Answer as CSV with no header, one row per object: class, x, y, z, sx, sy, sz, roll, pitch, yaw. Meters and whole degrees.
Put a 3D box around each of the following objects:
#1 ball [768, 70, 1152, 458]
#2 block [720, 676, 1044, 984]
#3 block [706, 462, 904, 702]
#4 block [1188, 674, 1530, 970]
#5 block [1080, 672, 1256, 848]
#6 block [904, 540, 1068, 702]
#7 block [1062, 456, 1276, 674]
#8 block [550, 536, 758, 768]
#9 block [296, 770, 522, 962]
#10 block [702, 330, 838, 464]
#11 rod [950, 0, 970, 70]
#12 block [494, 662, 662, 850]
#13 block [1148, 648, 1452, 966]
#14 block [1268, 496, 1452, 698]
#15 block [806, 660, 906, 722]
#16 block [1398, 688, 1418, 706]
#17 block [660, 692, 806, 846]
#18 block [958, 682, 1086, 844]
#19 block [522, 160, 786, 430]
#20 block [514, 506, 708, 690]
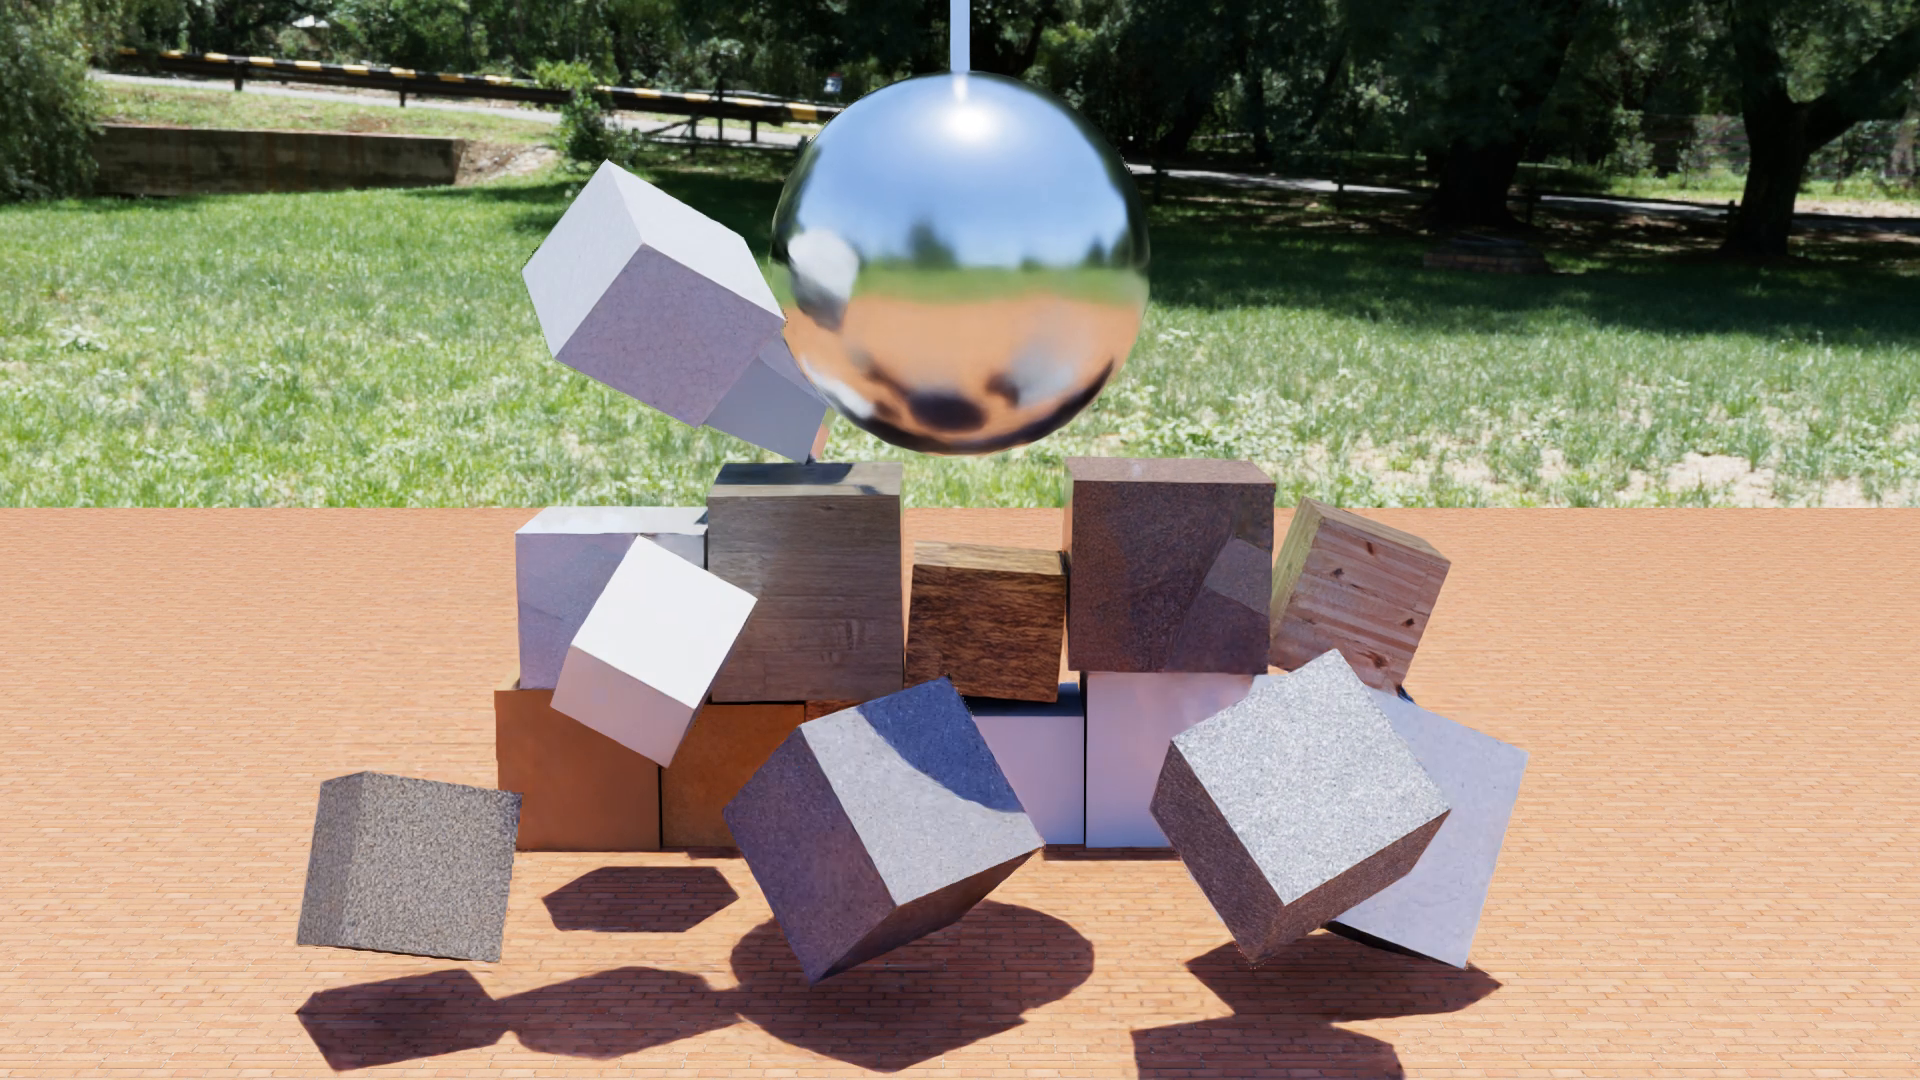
ball,0.000,-1.144,9.176,1.600,1.600,1.600,0,10,0
block,-0.324,1.169,8.910,0.777,0.804,0.770,-16,-22,-40
block,-0.759,0.191,11.202,0.936,1.029,0.968,-1,12,-1
block,1.671,1.167,9.274,0.934,0.934,0.774,22,-10,-15
block,1.080,1.019,11.354,0.893,0.928,0.772,0,10,0
block,0.125,0.404,11.242,0.769,0.647,0.666,4,10,-1
block,1.025,0.110,11.126,0.974,0.939,0.944,1,9,0
block,-1.417,0.519,10.157,0.619,0.616,0.665,28,54,-2
block,-2.216,1.322,8.832,0.632,0.664,0.711,12,-14,-27
block,-0.907,-0.783,11.176,0.579,0.606,0.593,22,5,2
rod,0.000,-4.519,9.580,0.080,5.200,0.080,0,-7,0
block,-1.905,1.074,11.360,0.797,0.822,0.836,0,10,0
block,1.260,1.011,8.288,0.738,0.732,0.720,-27,-23,-16
block,1.975,0.303,11.243,0.685,0.791,0.661,20,10,-4
block,-0.437,1.090,11.370,0.665,0.785,0.713,0,10,0
block,1.921,1.131,11.381,0.765,0.702,0.762,0,10,0
block,-1.135,1.113,11.381,0.723,0.738,0.750,0,10,0
block,0.269,1.146,11.404,0.714,0.664,0.707,0,10,0
block,-1.200,-0.954,8.573,0.692,0.575,0.634,26,23,-38
block,-1.712,0.284,11.213,0.924,0.786,0.792,0,10,1
